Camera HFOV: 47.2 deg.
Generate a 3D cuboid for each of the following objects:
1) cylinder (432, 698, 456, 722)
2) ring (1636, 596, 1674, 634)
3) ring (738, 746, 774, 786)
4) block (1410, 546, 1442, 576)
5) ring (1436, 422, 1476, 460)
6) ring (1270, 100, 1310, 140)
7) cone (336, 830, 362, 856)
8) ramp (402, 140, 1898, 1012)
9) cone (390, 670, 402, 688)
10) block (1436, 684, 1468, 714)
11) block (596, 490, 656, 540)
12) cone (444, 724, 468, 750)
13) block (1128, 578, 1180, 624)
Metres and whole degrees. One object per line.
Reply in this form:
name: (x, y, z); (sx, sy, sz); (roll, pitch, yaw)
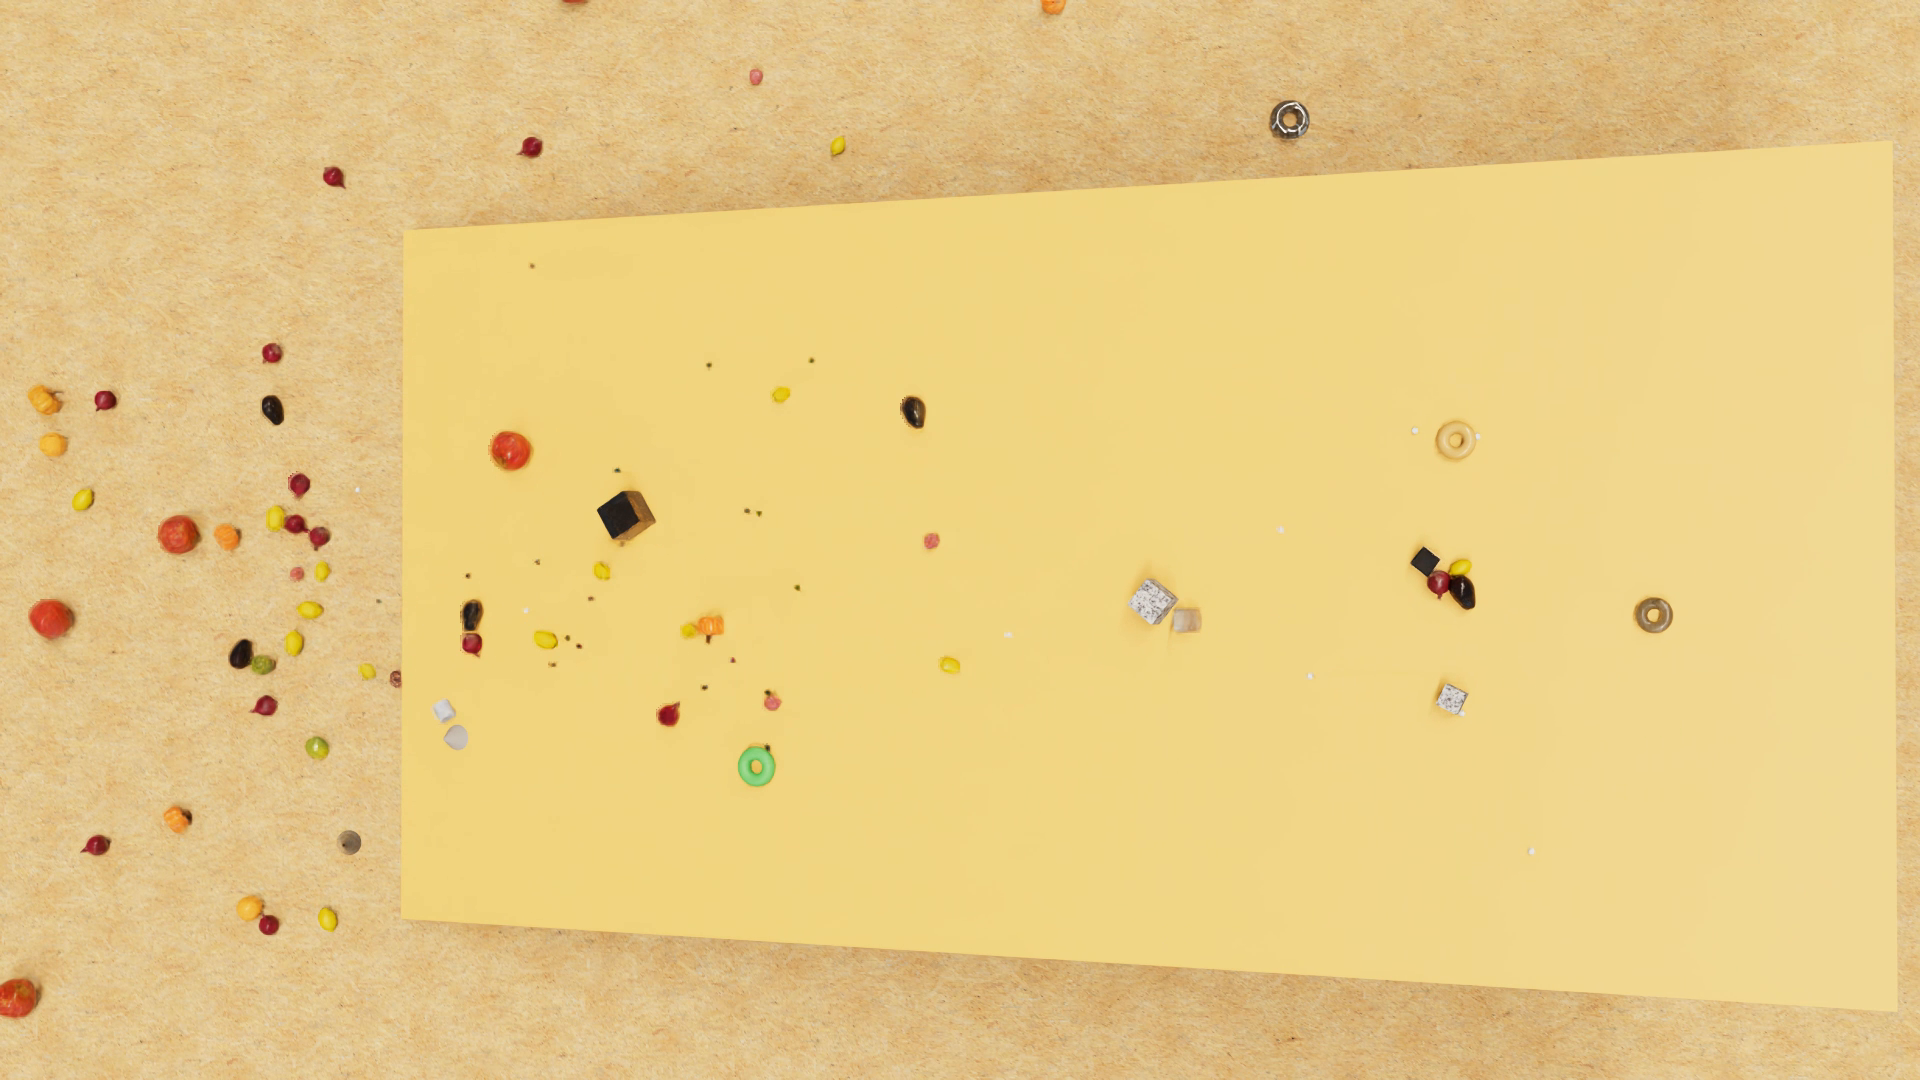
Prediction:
cylinder: (-1.479, 0.490, 6.309); (0.050, 0.050, 0.050); (-33, 78, 0)
ring: (1.646, 0.179, 5.212); (0.088, 0.029, 0.088); (0, 90, 19)
ring: (-0.554, 0.617, 5.986); (0.109, 0.036, 0.109); (0, 90, 19)
block: (1.142, 0.053, 5.380); (0.053, 0.053, 0.053); (40, 102, 16)
ring: (1.213, -0.243, 5.370); (0.095, 0.032, 0.095); (0, 90, 19)
ring: (0.973, -1.239, 6.485); (0.119, 0.040, 0.119); (0, 88, 0)
cone: (-1.799, 0.891, 6.438); (0.074, 0.074, 0.074); (0, 89, 0)
ramp: (0.280, 0.090, 5.768); (4.000, 0.100, 2.000); (0, 89, 20)
cone: (-1.655, 0.409, 6.455); (0.054, 0.054, 0.054); (0, 89, 0)
block: (1.199, 0.387, 5.354); (0.055, 0.055, 0.055); (28, 98, 18)
block: (-0.924, -0.068, 6.093); (0.099, 0.099, 0.099); (-33, 79, 16)
cone: (-1.458, 0.567, 6.288); (0.074, 0.074, 0.074); (0, 89, 20)
block: (0.491, 0.157, 5.594); (0.083, 0.083, 0.083); (40, 102, 16)
